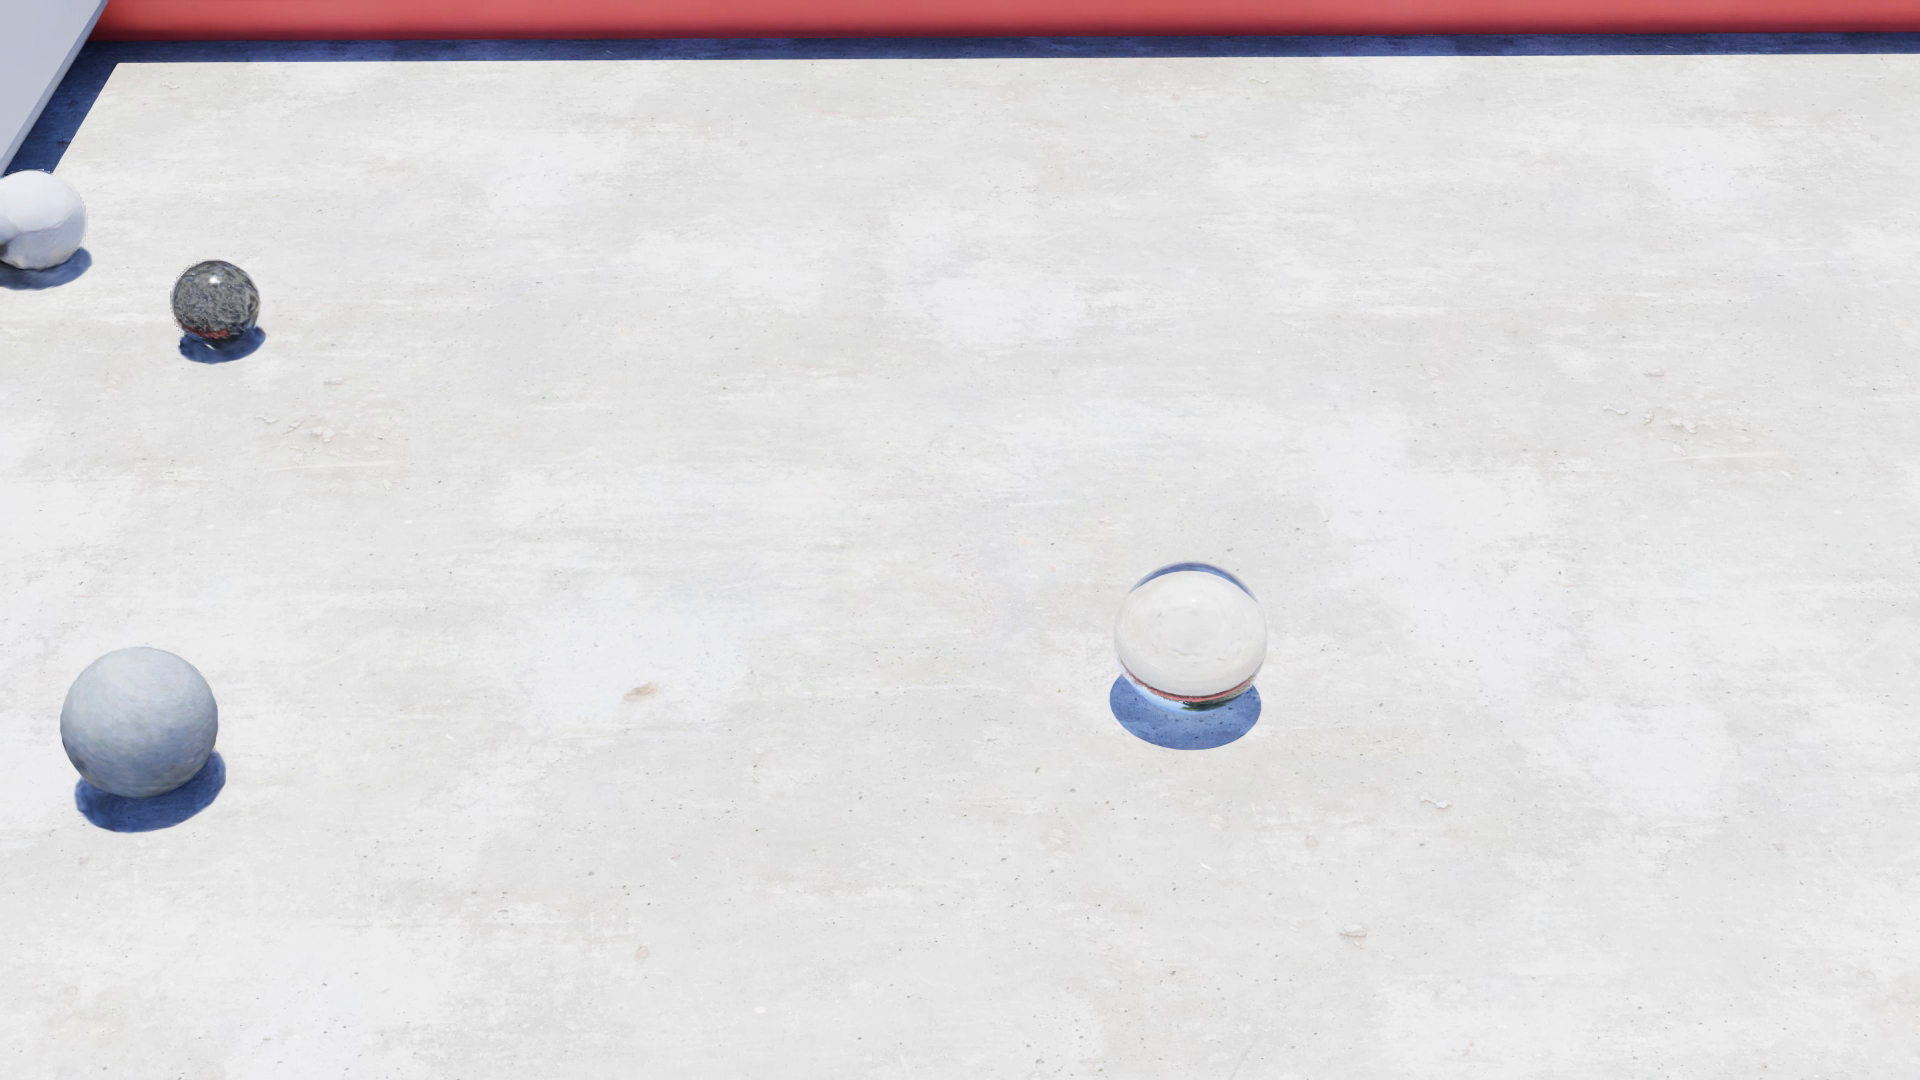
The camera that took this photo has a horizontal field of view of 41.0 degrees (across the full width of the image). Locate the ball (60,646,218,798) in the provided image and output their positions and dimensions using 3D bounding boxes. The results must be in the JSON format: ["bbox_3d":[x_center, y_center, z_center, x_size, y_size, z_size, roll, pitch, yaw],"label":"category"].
[{"bbox_3d":[-0.492,0.110,1.541,0.091,0.091,0.091,0,36,0],"label":"ball"}]

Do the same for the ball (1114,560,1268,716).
[{"bbox_3d":[0.144,0.061,1.604,0.097,0.097,0.097,0,36,0],"label":"ball"}]

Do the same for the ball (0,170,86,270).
[{"bbox_3d":[-0.745,-0.256,2.061,0.080,0.080,0.080,0,36,0],"label":"ball"}]

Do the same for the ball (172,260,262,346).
[{"bbox_3d":[-0.571,-0.182,1.969,0.066,0.066,0.066,0,36,0],"label":"ball"}]

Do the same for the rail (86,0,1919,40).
[{"bbox_3d":[0.810,-0.523,2.393,3.281,0.125,0.045,0,36,-1],"label":"rail"}]

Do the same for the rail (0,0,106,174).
[{"bbox_3d":[-0.797,-0.012,1.679,0.045,0.125,1.766,0,36,-1],"label":"rail"}]
